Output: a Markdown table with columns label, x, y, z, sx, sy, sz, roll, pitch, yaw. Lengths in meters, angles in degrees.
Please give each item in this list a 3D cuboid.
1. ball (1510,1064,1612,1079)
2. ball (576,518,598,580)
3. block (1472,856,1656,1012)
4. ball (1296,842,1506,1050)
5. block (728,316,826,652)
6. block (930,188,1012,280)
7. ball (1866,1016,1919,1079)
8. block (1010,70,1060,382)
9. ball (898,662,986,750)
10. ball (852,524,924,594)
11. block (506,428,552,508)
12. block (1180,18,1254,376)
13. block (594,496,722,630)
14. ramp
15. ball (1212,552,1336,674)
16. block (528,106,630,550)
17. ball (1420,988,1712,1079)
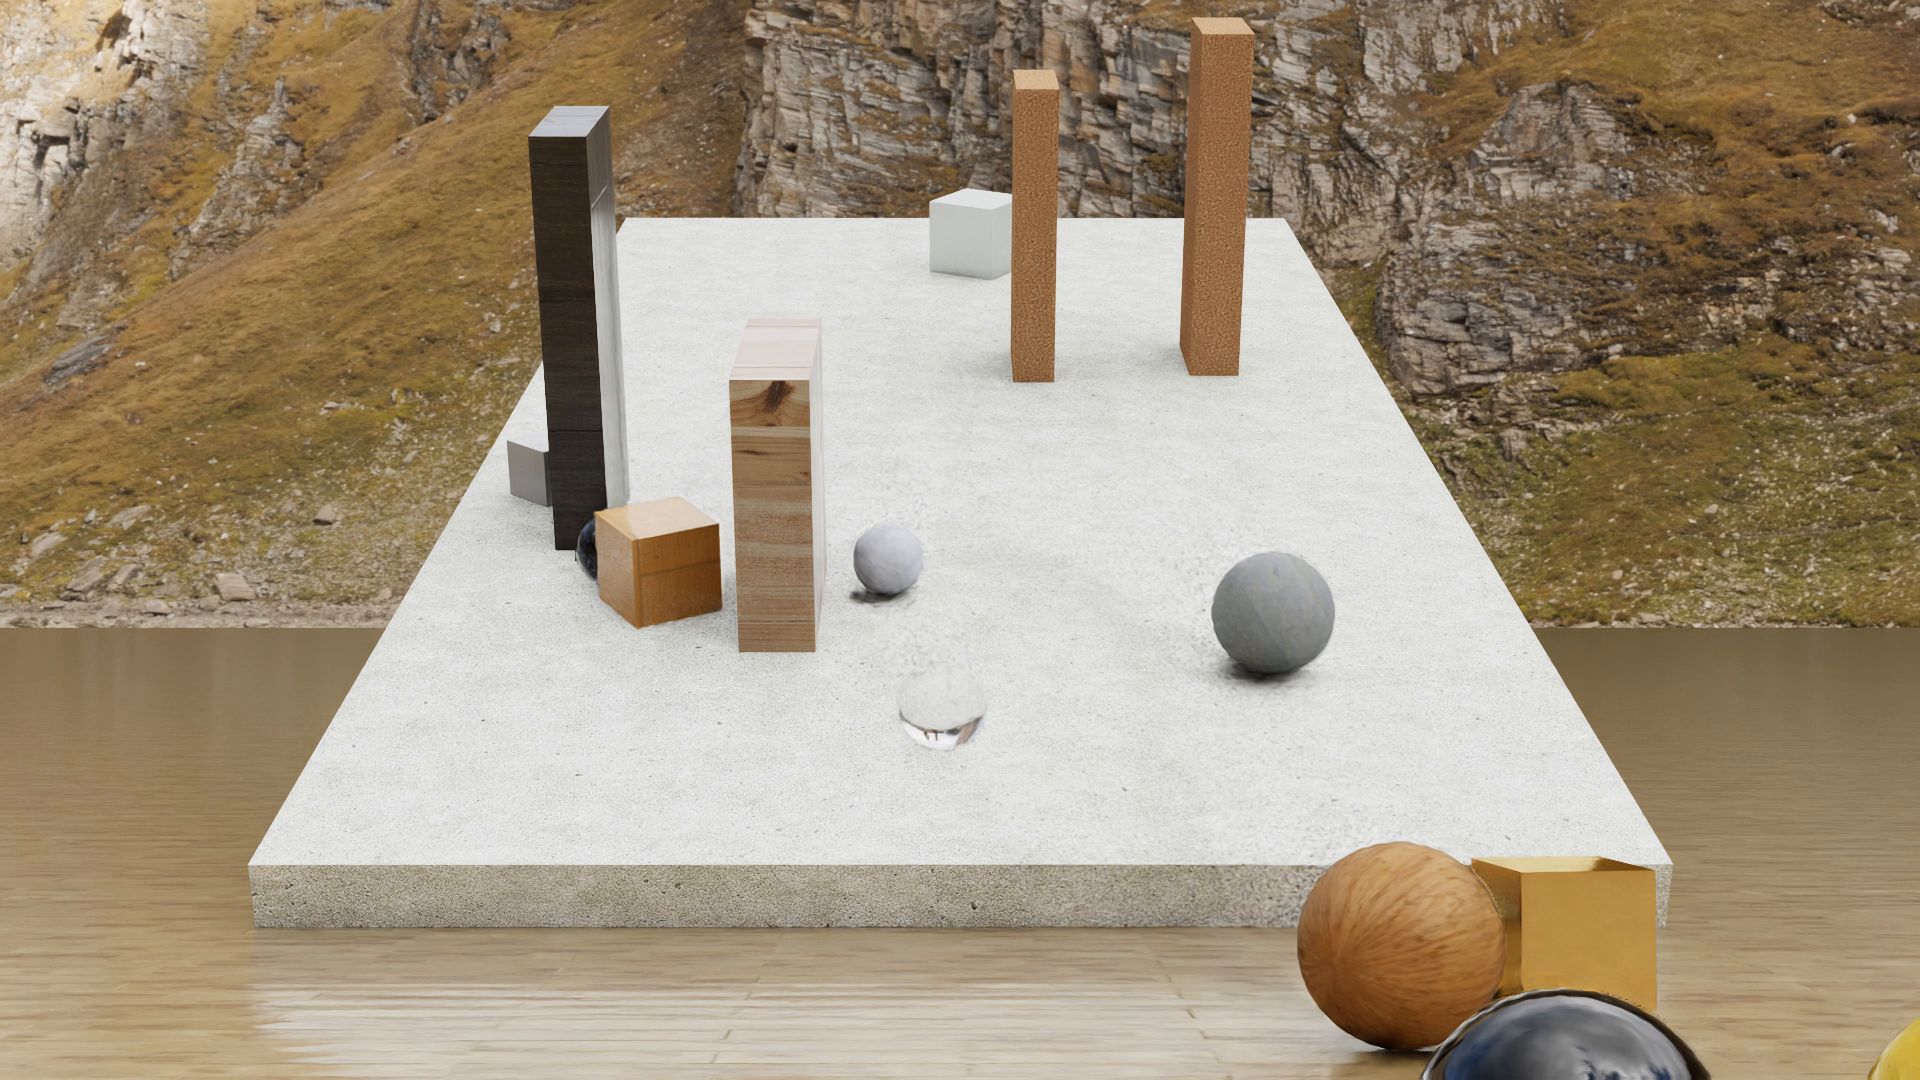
| label | x | y | z | sx | sy | sz | roll | pitch | yaw |
| --- | --- | --- | --- | --- | --- | --- | --- | --- | --- |
| ball | 0.424 | 0.429 | 1.597 | 0.123 | 0.123 | 0.123 | 0 | -2 | 0 |
| ball | -0.635 | 0.015 | 4.167 | 0.129 | 0.129 | 0.129 | 0 | -2 | 0 |
| block | 0.687 | 0.448 | 2.607 | 0.156 | 0.156 | 0.156 | 0 | -2 | -8 |
| ball | 0.447 | 0.412 | 2.318 | 0.209 | 0.209 | 0.209 | 0 | -2 | 0 |
| block | -0.312 | -0.104 | 3.981 | 0.131 | 0.484 | 0.387 | 0 | 21 | 0 |
| block | 0.051 | -0.848 | 6.321 | 0.197 | 0.197 | 0.197 | 12 | 24 | 28 |
| ball | 0.666 | 0.383 | 1.423 | 0.203 | 0.203 | 0.203 | 0 | -2 | 0 |
| block | 0.173 | -0.737 | 5.352 | 0.097 | 0.684 | 0.264 | 0 | 21 | 0 |
| ball | -0.027 | 0.256 | 3.530 | 0.137 | 0.137 | 0.137 | 0 | -2 | 0 |
| ball | -0.129 | 0.034 | 4.118 | 0.129 | 0.129 | 0.129 | 0 | -2 | 0 |
| block | -0.829 | -0.148 | 4.608 | 0.116 | 0.116 | 0.116 | 18 | 27 | 38 |
| block | 0.602 | -0.807 | 5.379 | 0.116 | 0.799 | 0.255 | 0 | 21 | 0 |
| block | -0.536 | 0.038 | 4.056 | 0.165 | 0.165 | 0.165 | -12 | 24 | -29 |
| ramp | -0.006 | -0.215 | 5.086 | 2.000 | 0.100 | 4.000 | 0 | 21 | 0 |
| ball | 0.520 | 0.121 | 3.790 | 0.203 | 0.203 | 0.203 | 0 | -2 | 0 |
| block | -0.717 | -0.402 | 4.330 | 0.103 | 0.789 | 0.297 | 0 | 21 | 0 |
| ball | 0.384 | 0.385 | 1.442 | 0.200 | 0.200 | 0.200 | 0 | -2 | 0 |
